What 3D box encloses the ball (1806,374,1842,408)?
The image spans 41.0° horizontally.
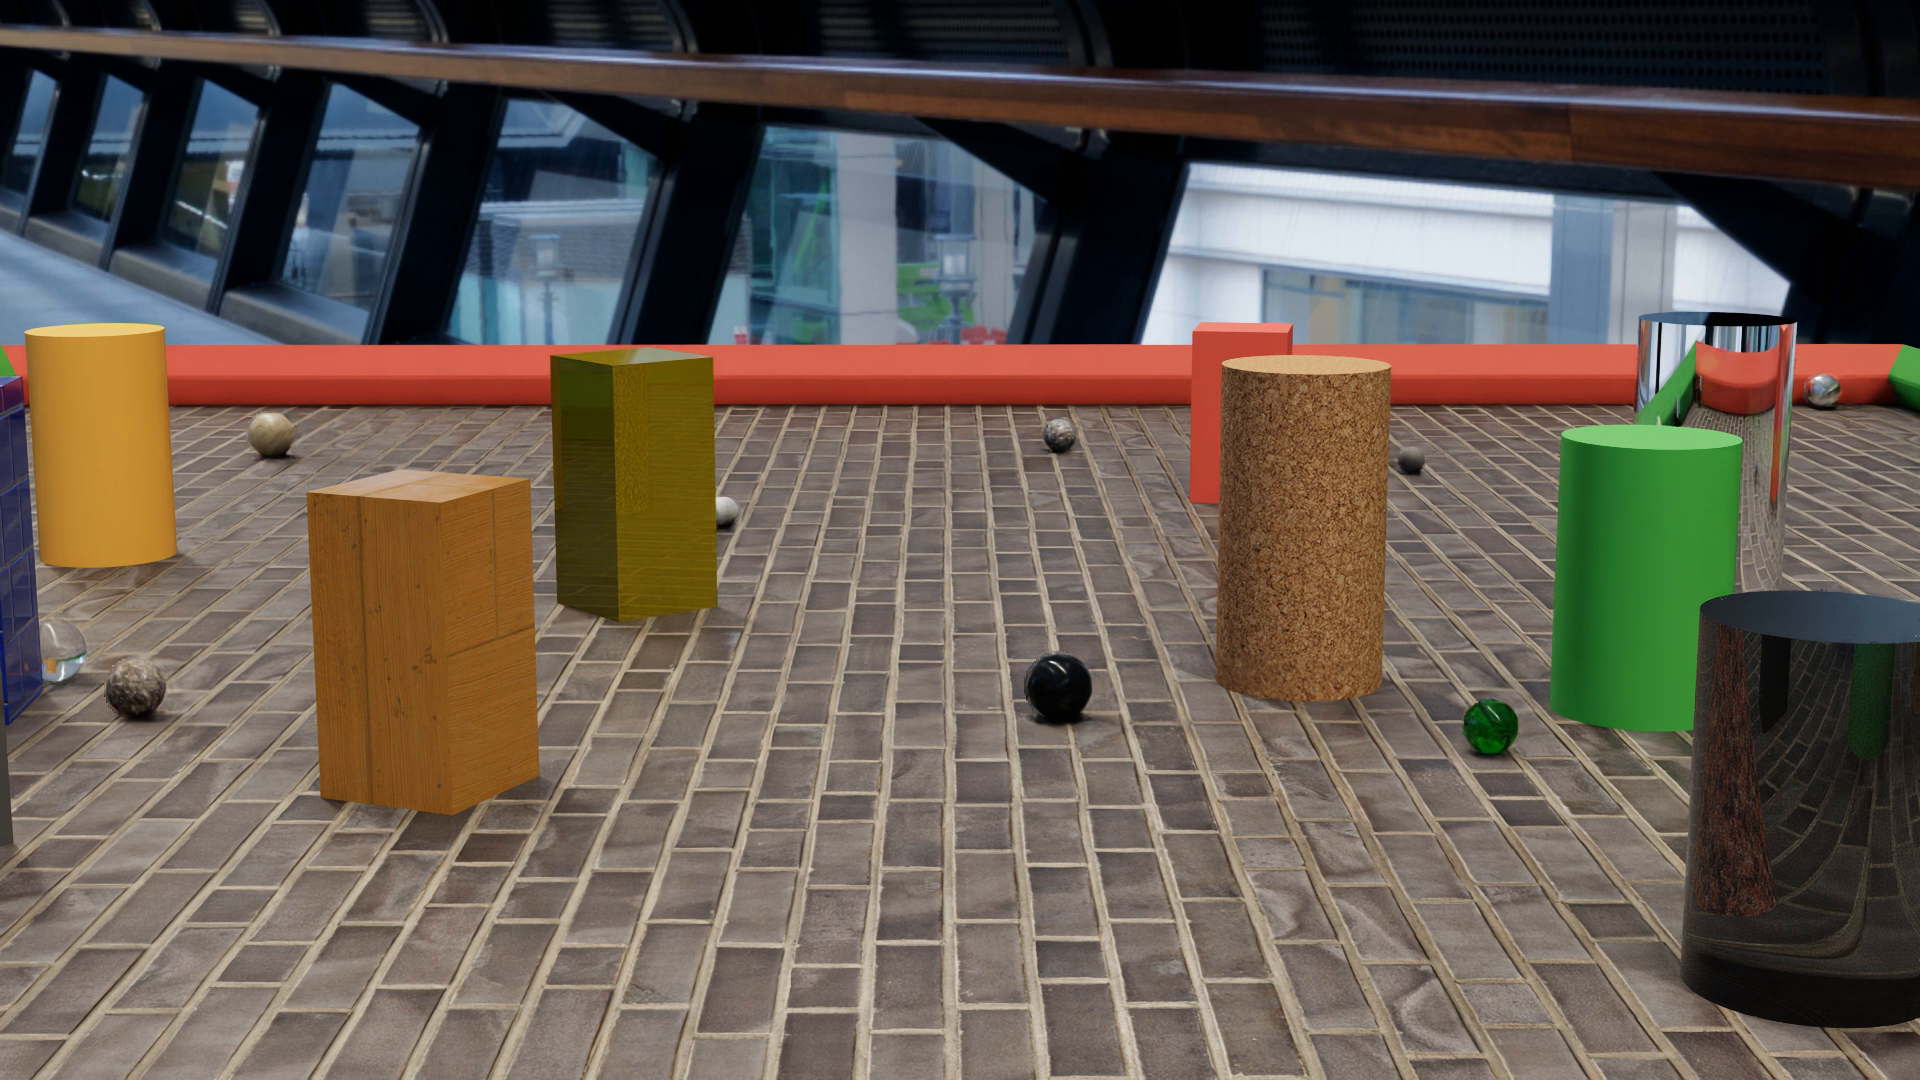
[{"bbox_3d":[1.853,-0.320,5.506,0.074,0.074,0.074,0,10,0],"label":"ball"}]

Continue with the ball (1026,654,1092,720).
[{"bbox_3d":[0.112,0.165,2.889,0.075,0.075,0.075,0,10,0],"label":"ball"}]

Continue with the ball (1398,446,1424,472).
[{"bbox_3d":[0.815,-0.145,4.635,0.048,0.048,0.048,0,10,0],"label":"ball"}]

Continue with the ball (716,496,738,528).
[{"bbox_3d":[-0.378,-0.045,4.090,0.050,0.050,0.050,0,10,0],"label":"ball"}]

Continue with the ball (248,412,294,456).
[{"bbox_3d":[-1.295,-0.198,4.824,0.084,0.084,0.084,0,10,0],"label":"ball"}]

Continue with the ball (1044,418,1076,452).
[{"bbox_3d":[0.190,-0.200,4.894,0.062,0.062,0.062,0,10,0],"label":"ball"}]

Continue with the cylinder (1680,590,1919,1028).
[{"bbox_3d":[0.680,0.208,2.034,0.197,0.302,0.197,0,10,0],"label":"cylinder"}]

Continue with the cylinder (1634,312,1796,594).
[{"bbox_3d":[0.975,-0.086,3.341,0.197,0.404,0.197,0,10,0],"label":"cylinder"}]

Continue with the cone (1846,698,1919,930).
[{"bbox_3d":[0.884,0.144,2.229,0.197,0.355,0.197,0,10,0],"label":"cone"}]

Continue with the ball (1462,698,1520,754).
[{"bbox_3d":[0.568,0.200,2.744,0.059,0.059,0.059,0,10,0],"label":"ball"}]

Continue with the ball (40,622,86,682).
[{"bbox_3d":[-1.082,0.133,3.067,0.072,0.072,0.072,0,10,0],"label":"ball"}]

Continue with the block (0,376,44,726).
[{"bbox_3d":[-1.149,0.011,2.901,0.157,0.373,0.157,-1,11,-6],"label":"block"}]

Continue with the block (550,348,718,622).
[{"bbox_3d":[-0.441,-0.079,3.474,0.157,0.341,0.157,-9,14,-39],"label":"block"}]

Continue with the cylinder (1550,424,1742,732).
[{"bbox_3d":[0.776,0.039,2.907,0.197,0.315,0.197,0,10,0],"label":"cylinder"}]

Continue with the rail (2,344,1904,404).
[{"bbox_3d":[-0.012,-0.355,5.541,4.119,0.128,0.045,0,10,0],"label":"rail"}]

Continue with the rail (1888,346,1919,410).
[{"bbox_3d":[2.036,0.031,3.460,0.045,0.128,4.302,0,10,0],"label":"rail"}]

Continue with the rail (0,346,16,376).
[{"bbox_3d":[-2.036,0.035,3.437,0.045,0.128,4.302,0,10,0],"label":"rail"}]

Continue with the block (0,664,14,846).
[{"bbox_3d":[-1.007,0.099,2.381,0.157,0.388,0.157,8,13,36],"label":"block"}]

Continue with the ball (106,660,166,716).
[{"bbox_3d":[-0.932,0.167,2.903,0.064,0.064,0.064,0,10,0],"label":"ball"}]

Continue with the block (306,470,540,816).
[{"bbox_3d":[-0.540,0.099,2.595,0.157,0.312,0.157,4,11,23],"label":"block"}]

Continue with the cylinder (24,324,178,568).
[{"bbox_3d":[-1.280,-0.144,3.829,0.197,0.339,0.197,0,10,0],"label":"cylinder"}]

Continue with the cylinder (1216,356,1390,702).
[{"bbox_3d":[0.405,-0.018,3.036,0.197,0.381,0.197,0,10,0],"label":"cylinder"}]

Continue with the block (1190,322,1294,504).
[{"bbox_3d":[0.479,-0.217,4.361,0.157,0.290,0.157,2,11,10],"label":"block"}]
